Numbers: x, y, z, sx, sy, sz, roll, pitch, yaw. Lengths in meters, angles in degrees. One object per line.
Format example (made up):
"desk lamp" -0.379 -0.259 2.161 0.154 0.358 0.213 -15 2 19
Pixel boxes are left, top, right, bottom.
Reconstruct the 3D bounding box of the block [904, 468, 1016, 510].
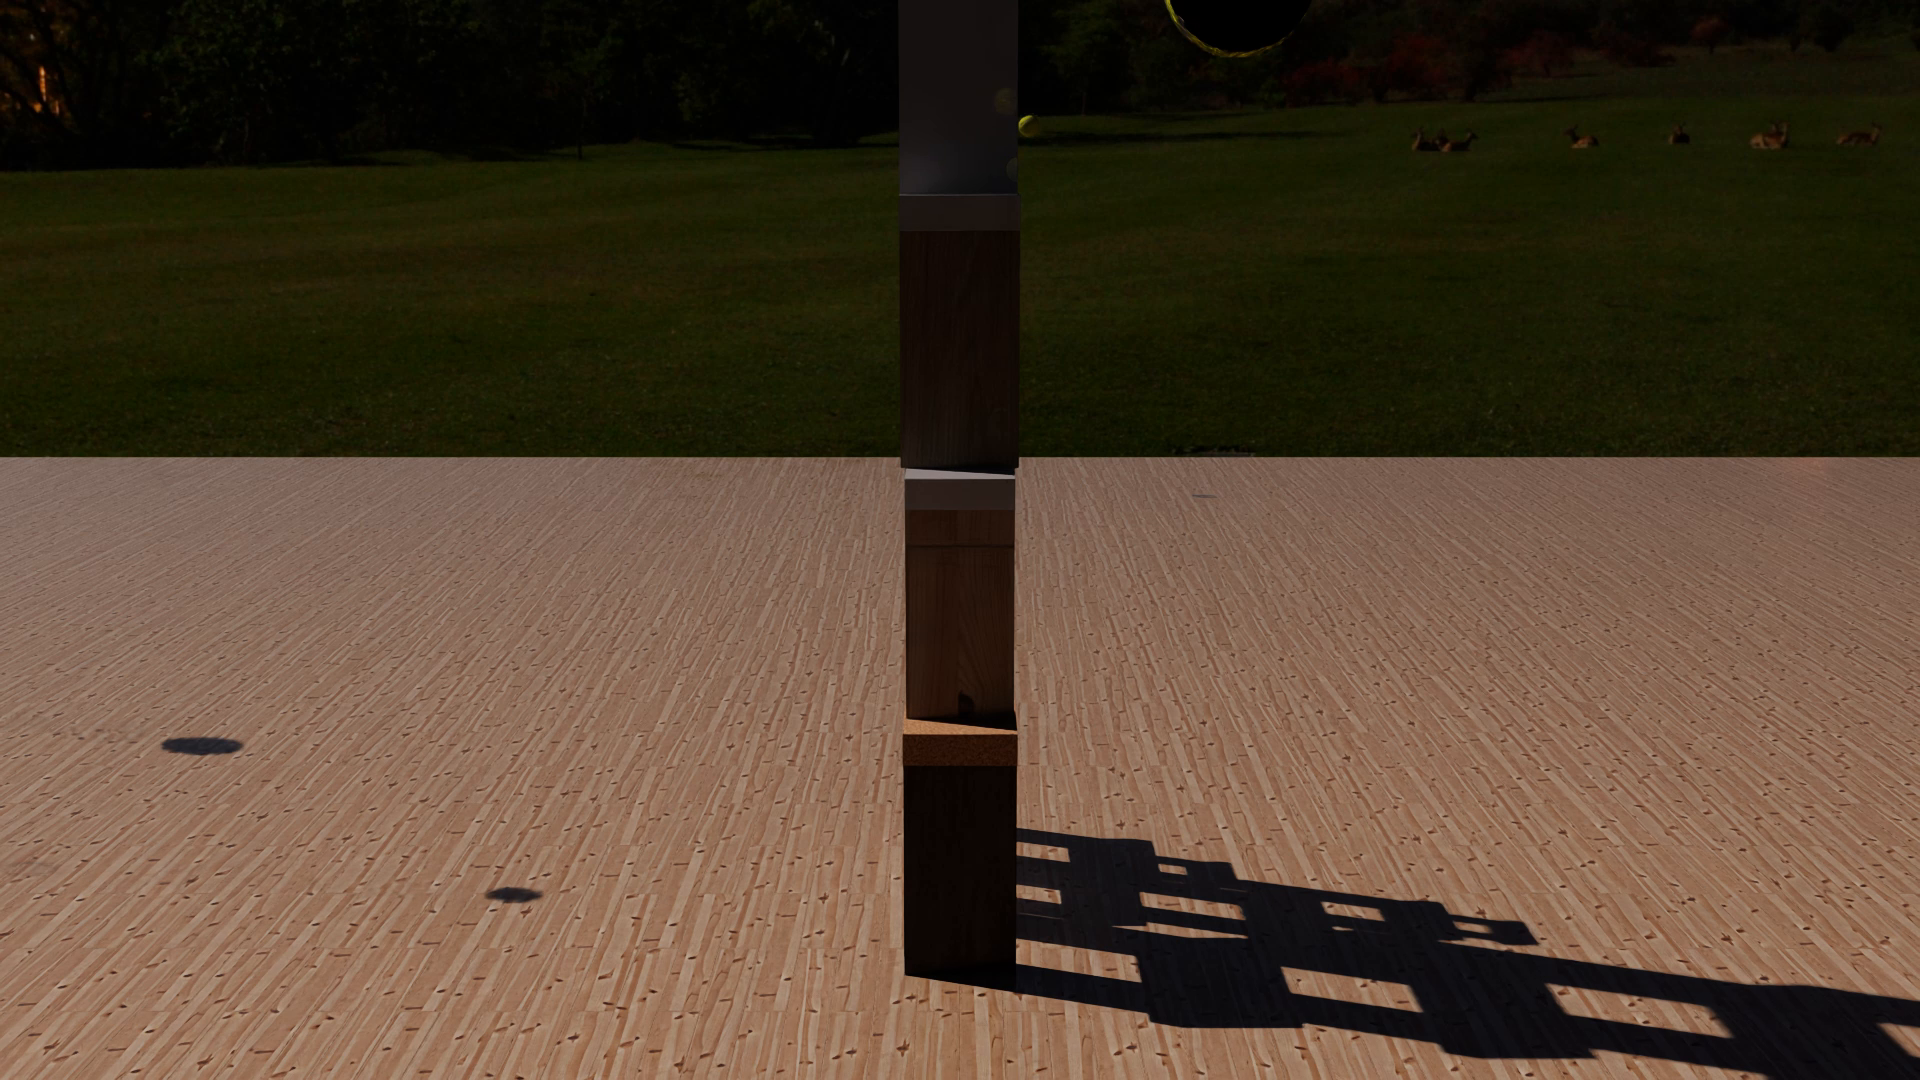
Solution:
"block" 0.000 -0.096 3.363 0.162 0.046 0.323 0 11 0

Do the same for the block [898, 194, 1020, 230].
"block" -0.001 -0.508 3.374 0.178 0.050 0.355 0 11 0

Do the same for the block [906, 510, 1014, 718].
"block" 0.000 0.105 3.290 0.162 0.323 0.046 0 11 0

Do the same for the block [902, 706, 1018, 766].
"block" 0.000 0.277 3.382 0.168 0.048 0.337 0 11 0

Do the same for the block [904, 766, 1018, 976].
"block" 0.000 0.486 3.307 0.168 0.337 0.048 0 11 0

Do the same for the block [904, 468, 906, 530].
"block" 0.000 -0.213 3.550 0.178 0.595 0.050 0 11 0

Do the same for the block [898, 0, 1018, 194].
"block" -0.003 -0.691 3.256 0.175 0.351 0.050 0 11 0

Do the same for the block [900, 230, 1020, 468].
"block" 0.000 -0.287 3.295 0.178 0.355 0.050 0 11 0
